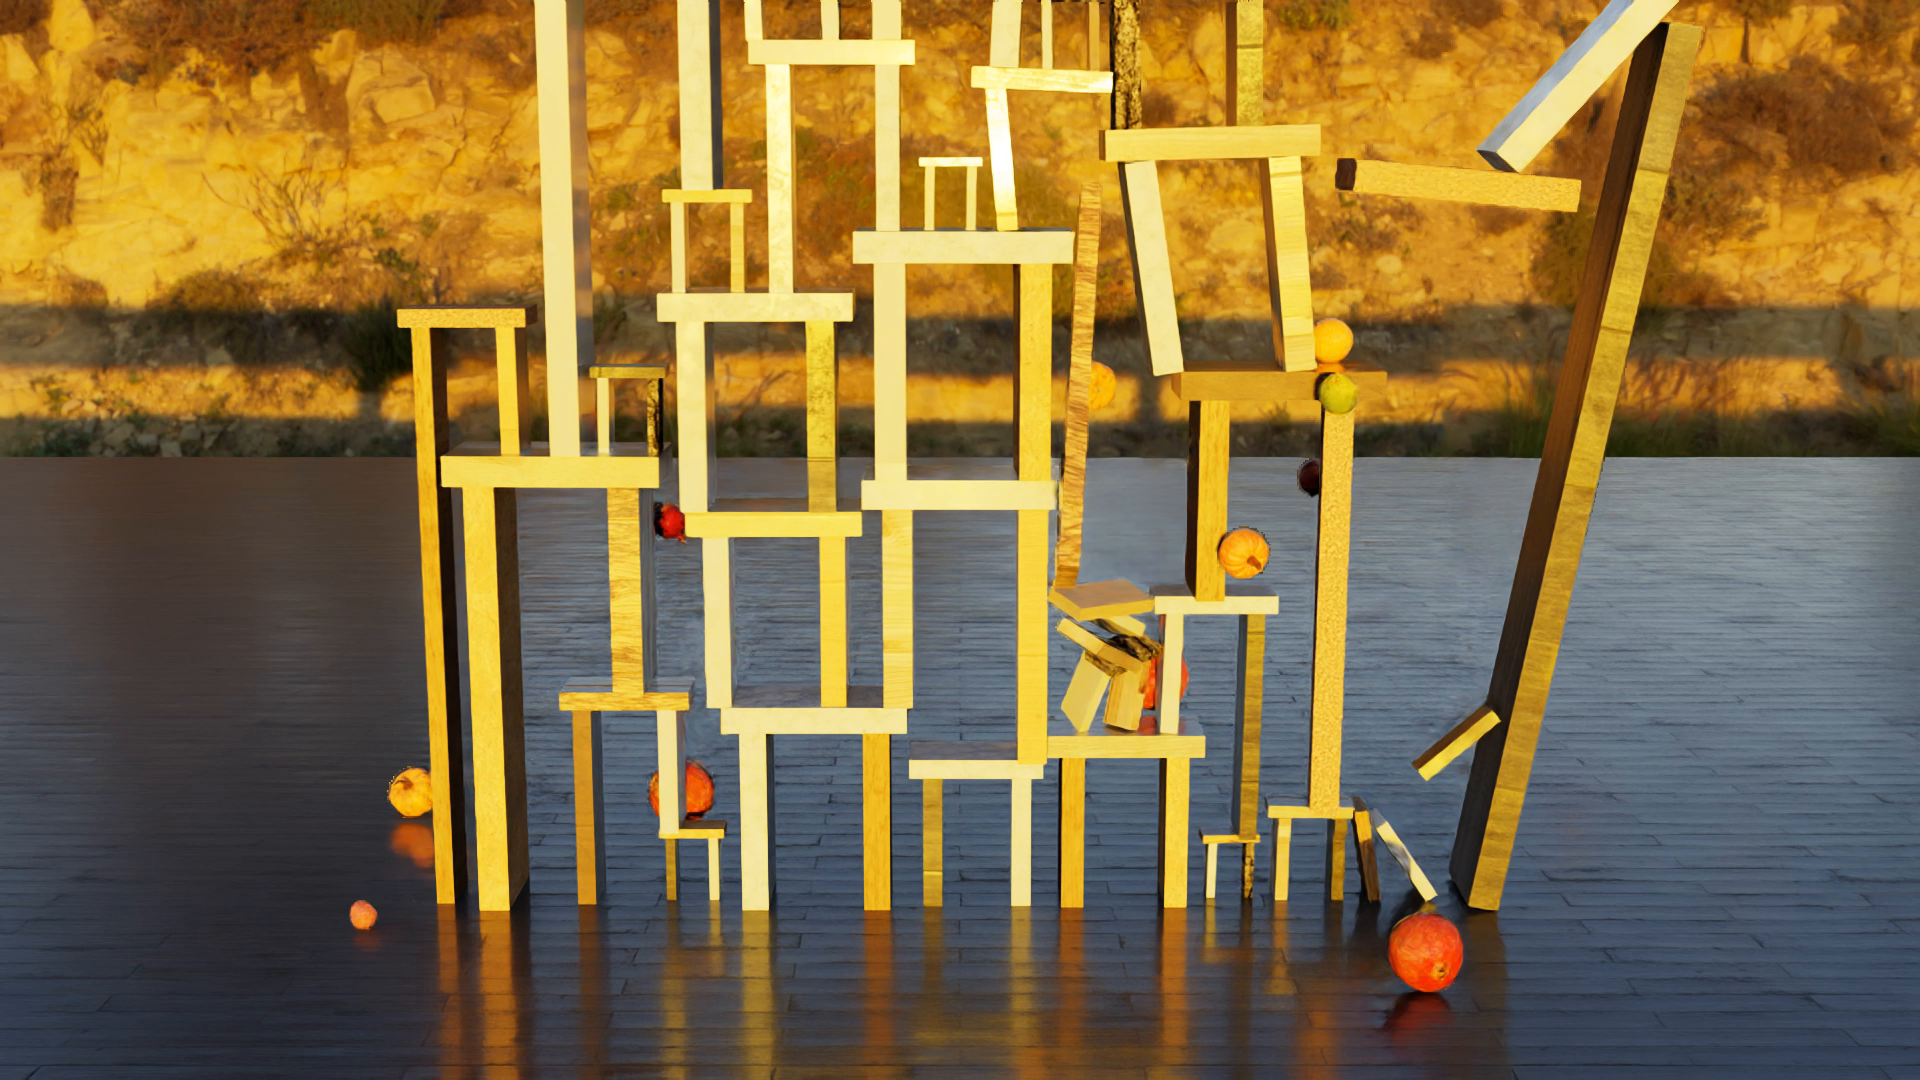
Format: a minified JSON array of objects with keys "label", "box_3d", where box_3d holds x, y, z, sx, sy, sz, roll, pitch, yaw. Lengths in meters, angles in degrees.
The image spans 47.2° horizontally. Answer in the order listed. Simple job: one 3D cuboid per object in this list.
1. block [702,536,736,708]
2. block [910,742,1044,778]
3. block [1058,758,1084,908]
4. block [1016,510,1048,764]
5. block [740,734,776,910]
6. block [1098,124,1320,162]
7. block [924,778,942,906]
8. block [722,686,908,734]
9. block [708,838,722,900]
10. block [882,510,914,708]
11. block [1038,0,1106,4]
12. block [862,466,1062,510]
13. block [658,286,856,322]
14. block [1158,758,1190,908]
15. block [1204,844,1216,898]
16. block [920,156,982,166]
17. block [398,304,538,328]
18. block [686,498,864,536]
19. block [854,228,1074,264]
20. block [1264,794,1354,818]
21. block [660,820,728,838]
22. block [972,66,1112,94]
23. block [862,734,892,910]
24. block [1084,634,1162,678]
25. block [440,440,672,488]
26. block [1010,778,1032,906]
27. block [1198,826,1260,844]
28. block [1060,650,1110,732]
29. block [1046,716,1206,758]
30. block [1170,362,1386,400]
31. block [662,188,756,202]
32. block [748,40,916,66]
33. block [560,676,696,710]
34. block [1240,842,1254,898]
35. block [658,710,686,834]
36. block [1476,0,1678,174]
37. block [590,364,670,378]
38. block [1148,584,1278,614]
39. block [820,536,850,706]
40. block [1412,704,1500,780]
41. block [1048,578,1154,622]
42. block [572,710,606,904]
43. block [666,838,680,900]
[{"label":"block","box_3d":[-0.390,0.120,3.576,0.039,0.278,0.139,0,11,-2]},{"label":"block","box_3d":[0.027,0.363,3.621,0.217,0.031,0.108,0,11,0]},{"label":"block","box_3d":[0.184,0.466,3.644,0.036,0.254,0.127,0,11,0]},{"label":"block","box_3d":[0.116,0.142,3.585,0.046,0.416,0.162,0,11,0]},{"label":"block","box_3d":[-0.334,0.444,3.637,0.042,0.298,0.149,0,11,0]},{"label":"block","box_3d":[0.387,-0.622,3.441,0.329,0.047,0.164,-2,11,0]},{"label":"block","box_3d":[-0.044,0.484,3.645,0.031,0.217,0.108,0,11,0]},{"label":"block","box_3d":[-0.234,0.277,3.607,0.298,0.042,0.149,0,11,0]},{"label":"block","box_3d":[-0.406,0.538,3.656,0.015,0.106,0.053,0,11,0]},{"label":"block","box_3d":[-0.099,0.096,3.578,0.046,0.324,0.162,0,11,0]},{"label":"block","box_3d":[0.171,-0.837,3.391,0.104,0.015,0.052,4,12,9]},{"label":"block","box_3d":[0.008,-0.085,3.543,0.324,0.046,0.162,0,11,0]},{"label":"block","box_3d":[-0.320,-0.375,3.490,0.302,0.043,0.151,0,11,-1]},{"label":"block","box_3d":[0.353,0.466,3.644,0.036,0.254,0.127,0,11,0]},{"label":"block","box_3d":[0.417,0.543,3.665,0.013,0.095,0.047,1,11,0]},{"label":"block","box_3d":[-0.014,-0.593,3.448,0.098,0.014,0.049,0,11,0]},{"label":"block","box_3d":[-0.781,-0.357,3.496,0.200,0.028,0.100,0,11,0]},{"label":"block","box_3d":[-0.296,-0.037,3.553,0.278,0.039,0.139,0,11,-1]},{"label":"block","box_3d":[0.005,-0.466,3.473,0.340,0.048,0.170,0,11,0]},{"label":"block","box_3d":[0.579,0.441,3.648,0.139,0.020,0.070,1,11,2]},{"label":"block","box_3d":[-0.442,0.479,3.645,0.106,0.015,0.053,0,10,0]},{"label":"block","box_3d":[0.127,-0.714,3.416,0.215,0.030,0.108,3,11,2]},{"label":"block","box_3d":[-0.136,0.444,3.638,0.042,0.298,0.149,0,11,0]},{"label":"block","box_3d":[0.264,0.182,3.550,0.062,0.017,0.123,35,38,30]},{"label":"block","box_3d":[-0.645,-0.123,3.542,0.341,0.048,0.171,0,11,0]},{"label":"block","box_3d":[0.100,0.484,3.645,0.031,0.217,0.108,0,11,0]},{"label":"block","box_3d":[0.447,0.489,3.655,0.094,0.013,0.047,-1,11,-4]},{"label":"block","box_3d":[0.204,0.244,3.564,0.017,0.123,0.062,-4,40,-32]},{"label":"block","box_3d":[0.269,0.323,3.618,0.254,0.036,0.127,0,11,0]},{"label":"block","box_3d":[0.505,-0.255,3.510,0.320,0.045,0.160,0,11,0]},{"label":"block","box_3d":[-0.394,-0.542,3.459,0.139,0.020,0.069,0,11,0]},{"label":"block","box_3d":[-0.197,-0.756,3.417,0.253,0.036,0.126,0,11,0]},{"label":"block","box_3d":[-0.543,0.252,3.607,0.208,0.029,0.104,0,11,0]},{"label":"block","box_3d":[0.479,0.543,3.665,0.013,0.095,0.047,0,11,0]},{"label":"block","box_3d":[-0.475,0.368,3.629,0.029,0.208,0.104,0,10,0]},{"label":"block","box_3d":[0.958,-0.722,3.428,0.049,0.346,0.173,41,10,-6]},{"label":"block","box_3d":[-0.526,-0.270,3.508,0.119,0.017,0.059,0,11,-1]},{"label":"block","box_3d":[0.411,0.096,3.579,0.198,0.028,0.099,0,11,-1]},{"label":"block","box_3d":[-0.203,0.118,3.584,0.039,0.278,0.139,0,11,0]},{"label":"block","box_3d":[0.814,0.333,3.614,0.155,0.022,0.077,-40,0,4]},{"label":"block","box_3d":[0.215,0.091,3.341,0.149,0.021,0.075,-6,28,-38]},{"label":"block","box_3d":[-0.613,0.428,3.640,0.029,0.329,0.104,0,11,0]},{"label":"block","box_3d":[-0.477,0.538,3.656,0.015,0.106,0.053,0,11,0]}]
